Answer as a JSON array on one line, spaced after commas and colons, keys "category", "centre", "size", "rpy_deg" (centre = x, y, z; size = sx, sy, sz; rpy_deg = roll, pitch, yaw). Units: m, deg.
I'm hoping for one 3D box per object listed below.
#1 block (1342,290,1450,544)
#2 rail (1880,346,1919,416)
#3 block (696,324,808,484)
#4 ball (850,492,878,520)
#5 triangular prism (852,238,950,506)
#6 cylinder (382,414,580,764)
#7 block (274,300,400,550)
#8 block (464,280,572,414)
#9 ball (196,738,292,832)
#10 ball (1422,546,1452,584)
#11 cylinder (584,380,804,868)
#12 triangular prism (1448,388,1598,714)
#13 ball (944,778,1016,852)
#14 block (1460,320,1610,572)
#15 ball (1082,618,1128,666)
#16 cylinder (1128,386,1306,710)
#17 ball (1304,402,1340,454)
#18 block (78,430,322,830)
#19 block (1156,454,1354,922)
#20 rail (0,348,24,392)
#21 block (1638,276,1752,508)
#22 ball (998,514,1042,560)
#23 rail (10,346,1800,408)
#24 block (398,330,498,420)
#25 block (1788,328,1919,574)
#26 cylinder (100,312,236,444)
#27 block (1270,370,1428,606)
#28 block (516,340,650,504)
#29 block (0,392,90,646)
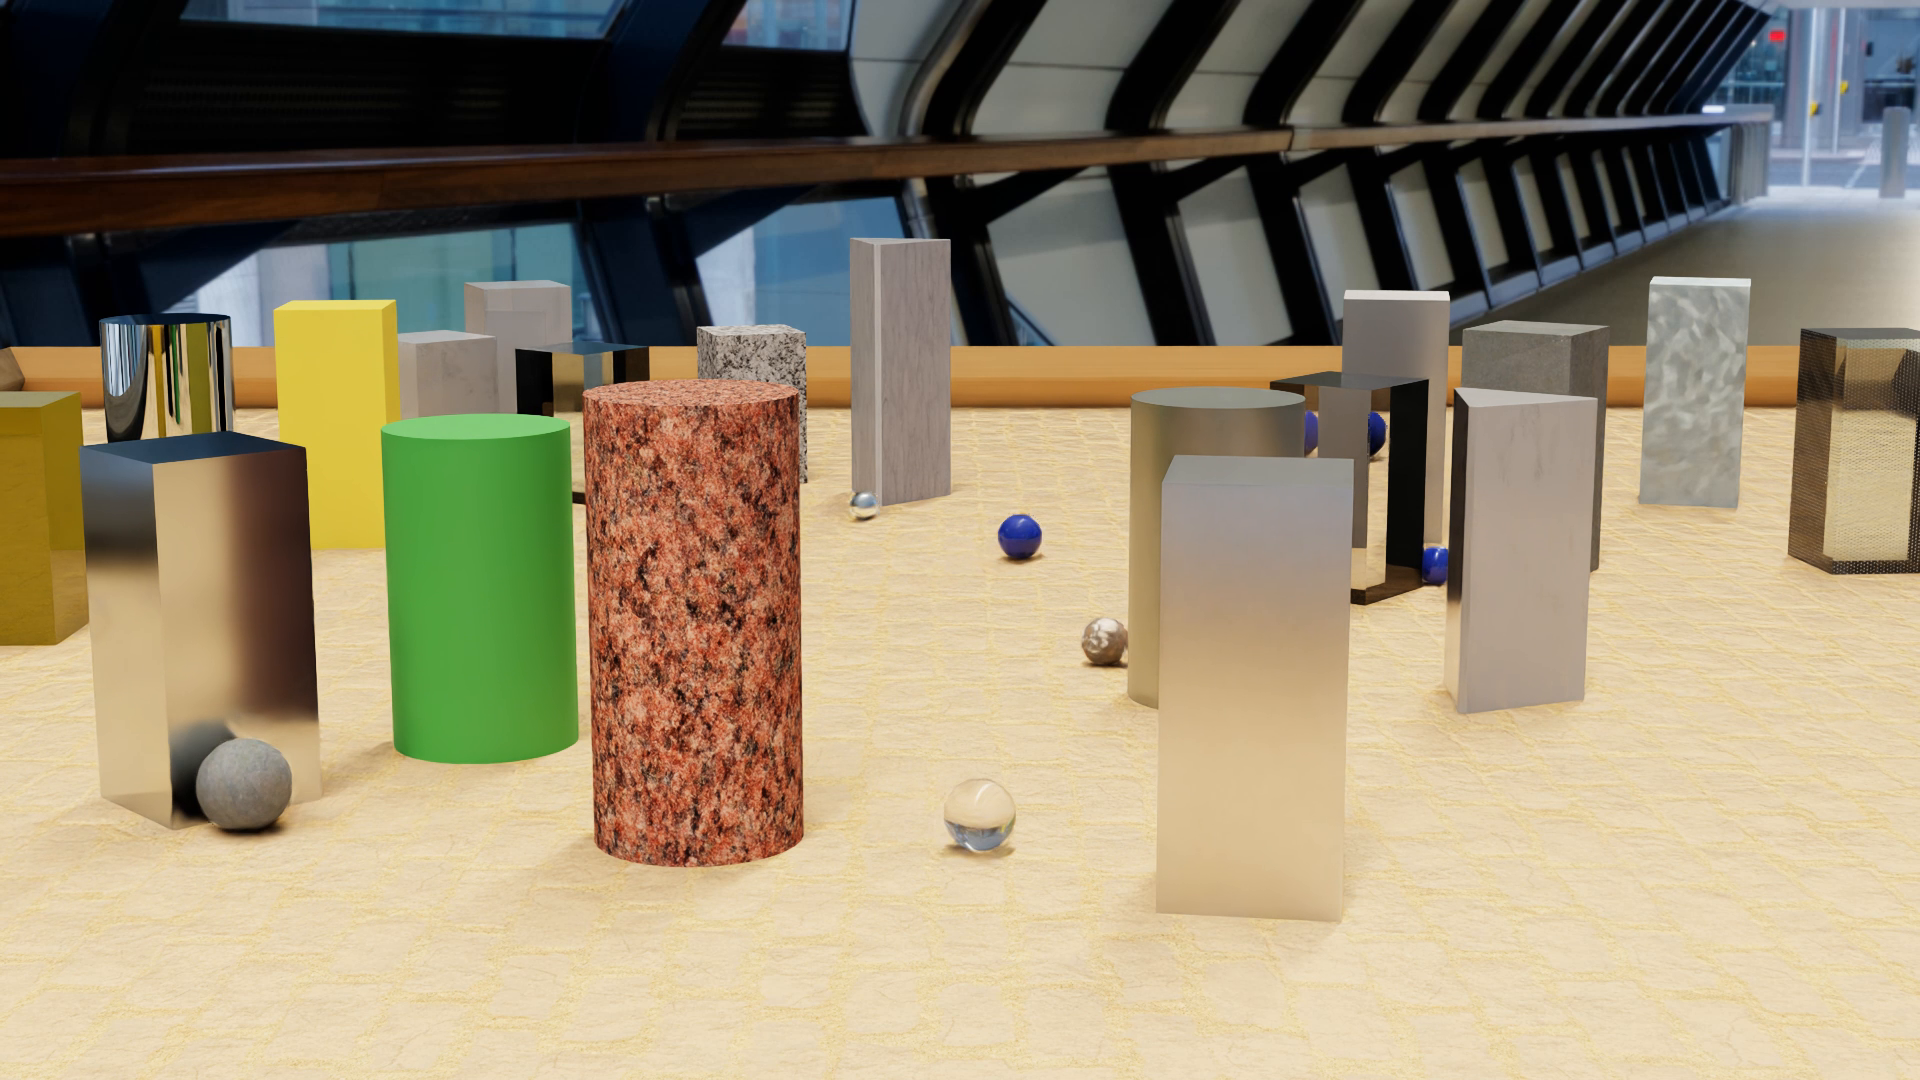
[{"category": "block", "centre": [0.678, -0.196, 4.018], "size": [0.160, 0.376, 0.160], "rpy_deg": [2, 11, 9]}, {"category": "rail", "centre": [2.009, 0.031, 3.460], "size": [0.045, 0.130, 4.252], "rpy_deg": [0, 10, 0]}, {"category": "block", "centre": [-0.370, -0.241, 4.563], "size": [0.160, 0.266, 0.160], "rpy_deg": [-3, 11, -18]}, {"category": "ball", "centre": [-0.156, -0.055, 4.161], "size": [0.047, 0.047, 0.047], "rpy_deg": [0, 10, 0]}, {"category": "triangular prism", "centre": [-0.131, -0.291, 4.366], "size": [0.150, 0.437, 0.173], "rpy_deg": [10, 14, 43]}, {"category": "cylinder", "centre": [-0.518, 0.048, 2.777], "size": [0.200, 0.346, 0.200], "rpy_deg": [0, 10, 0]}, {"category": "block", "centre": [-0.956, -0.181, 3.965], "size": [0.160, 0.365, 0.160], "rpy_deg": [-1, 11, -4]}, {"category": "block", "centre": [-0.813, -0.306, 4.739], "size": [0.160, 0.331, 0.160], "rpy_deg": [-5, 11, -23]}, {"category": "ball", "centre": [-0.689, 0.236, 2.469], "size": [0.090, 0.090, 0.090], "rpy_deg": [0, 10, 0]}, {"category": "ball", "centre": [0.679, 0.035, 3.650], "size": [0.055, 0.055, 0.055], "rpy_deg": [0, 10, 0]}, {"category": "cylinder", "centre": [-0.250, 0.073, 2.421], "size": [0.200, 0.428, 0.200], "rpy_deg": [0, 10, 0]}, {"category": "triangular prism", "centre": [0.618, 0.006, 2.992], "size": [0.173, 0.352, 0.150], "rpy_deg": [-5, 11, -24]}, {"category": "ball", "centre": [0.019, 0.258, 2.409], "size": [0.069, 0.069, 0.069], "rpy_deg": [0, 10, 0]}, {"category": "block", "centre": [0.827, -0.129, 3.709], "size": [0.160, 0.356, 0.160], "rpy_deg": [7, 12, 32]}, {"category": "ball", "centre": [0.179, 0.125, 3.157], "size": [0.059, 0.059, 0.059], "rpy_deg": [0, 10, 0]}, {"category": "cylinder", "centre": [0.297, 0.009, 2.979], "size": [0.200, 0.351, 0.200], "rpy_deg": [0, 10, 0]}, {"category": "ball", "centre": [0.674, -0.213, 4.877], "size": [0.097, 0.097, 0.097], "rpy_deg": [0, 10, 0]}, {"category": "block", "centre": [-0.754, 0.084, 2.553], "size": [0.160, 0.358, 0.160], "rpy_deg": [-10, 14, -42]}, {"category": "block", "centre": [0.261, 0.126, 2.265], "size": [0.160, 0.380, 0.160], "rpy_deg": [2, 11, 8]}, {"category": "rail", "centre": [-2.009, 0.036, 3.437], "size": [0.045, 0.130, 4.252], "rpy_deg": [0, 10, 0]}, {"category": "block", "centre": [1.244, -0.253, 4.343], "size": [0.160, 0.369, 0.160], "rpy_deg": [3, 11, 17]}, {"category": "ball", "centre": [0.090, -0.005, 3.832], "size": [0.067, 0.067, 0.067], "rpy_deg": [0, 10, 0]}, {"category": "rail", "centre": [-0.012, -0.349, 5.516], "size": [4.065, 0.130, 0.045], "rpy_deg": [0, 10, 0]}, {"category": "block", "centre": [-0.907, -0.216, 4.421], "size": [0.160, 0.270, 0.160], "rpy_deg": [-10, 14, -43]}, {"category": "block", "centre": [1.337, -0.133, 3.773], "size": [0.160, 0.342, 0.160], "rpy_deg": [-1, 11, -5]}, {"category": "cylinder", "centre": [-1.258, -0.187, 4.092], "size": [0.200, 0.332, 0.200], "rpy_deg": [0, 10, 0]}, {"category": "block", "centre": [0.541, -0.076, 3.589], "size": [0.160, 0.296, 0.160], "rpy_deg": [8, 13, 38]}, {"category": "block", "centre": [-0.643, -0.203, 4.395], "size": [0.160, 0.253, 0.160], "rpy_deg": [8, 13, 35]}, {"category": "block", "centre": [-1.233, -0.030, 3.315], "size": [0.160, 0.306, 0.160], "rpy_deg": [0, 10, -1]}]
